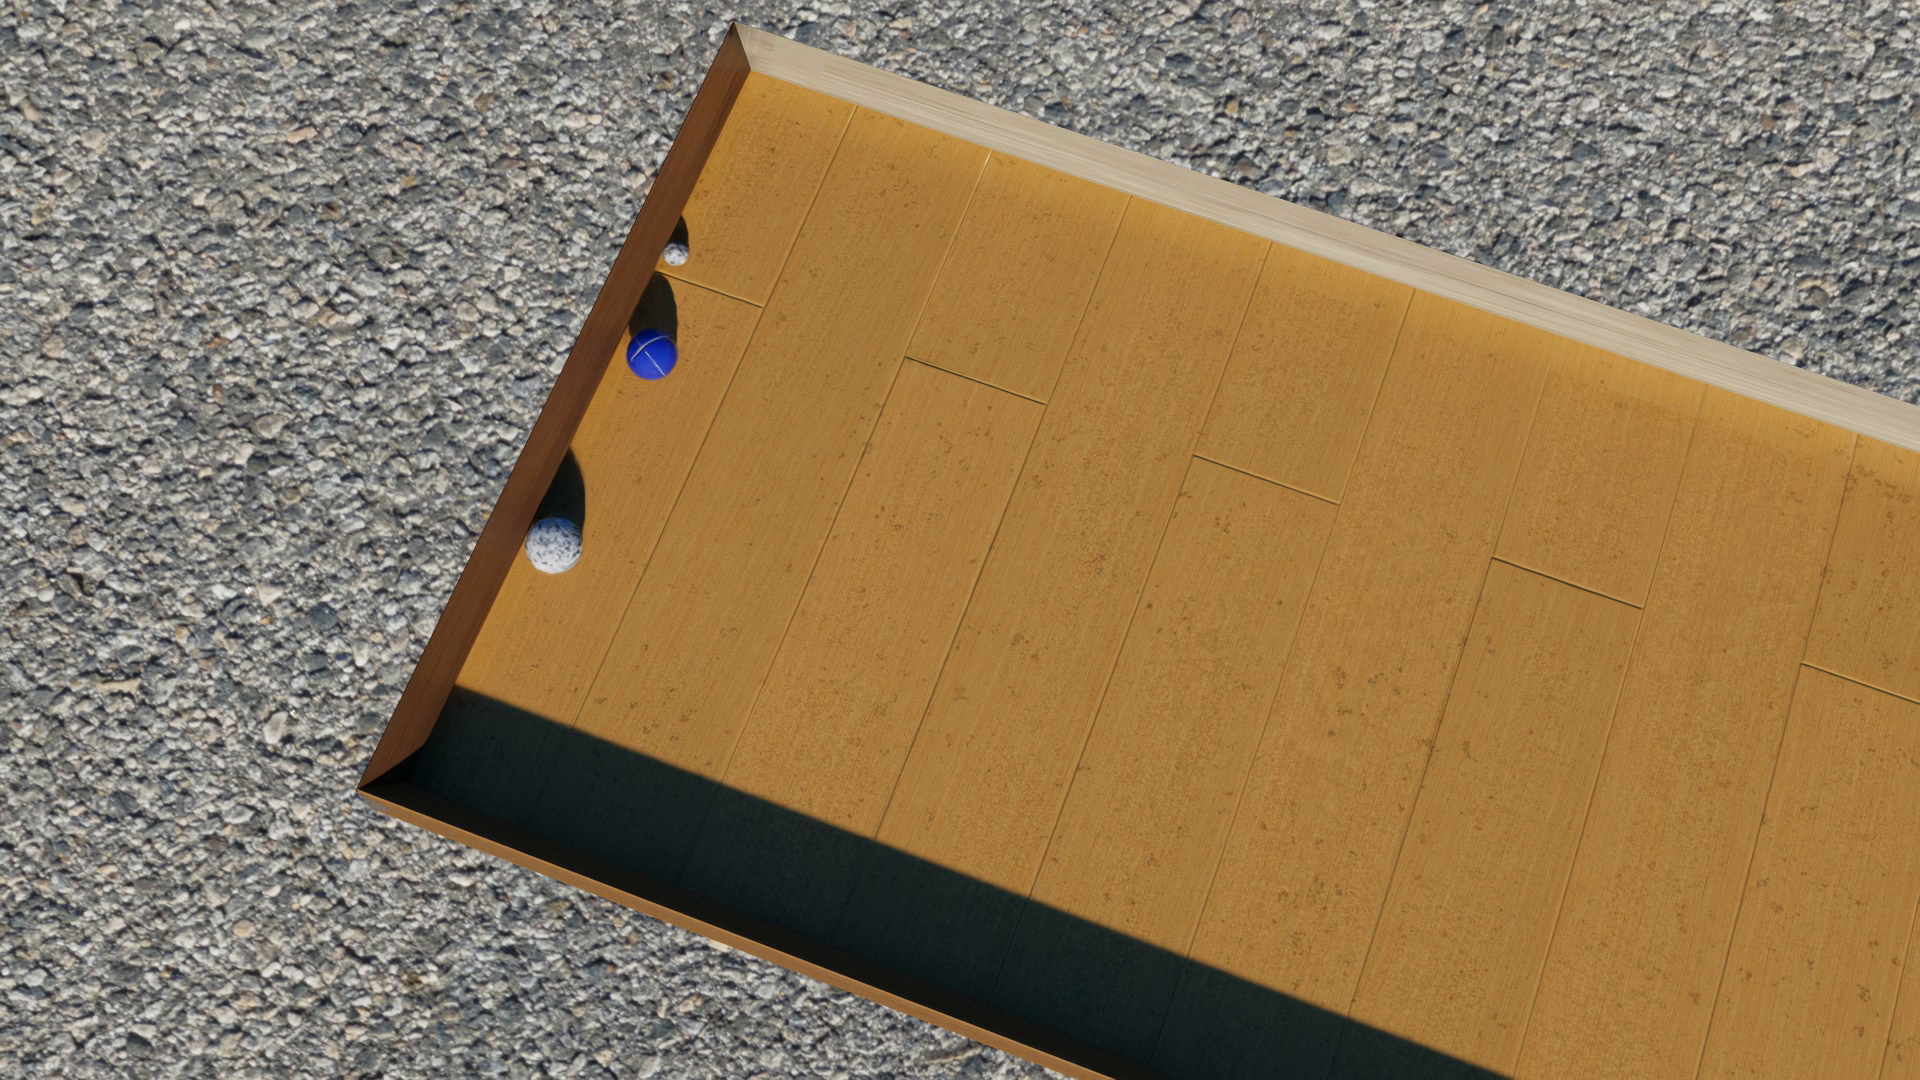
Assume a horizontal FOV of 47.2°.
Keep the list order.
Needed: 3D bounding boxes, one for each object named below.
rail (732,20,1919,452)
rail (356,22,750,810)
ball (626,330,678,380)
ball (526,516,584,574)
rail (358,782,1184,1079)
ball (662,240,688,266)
[{"bbox_3d":[0.883,-0.389,3.593,2.726,0.116,0.045,19,70,7],"label":"rail"},{"bbox_3d":[-0.615,-0.227,3.530,0.045,0.116,1.432,19,70,7],"label":"rail"},{"bbox_3d":[-0.502,-0.301,3.578,0.083,0.083,0.083,0,69,0],"label":"ball"},{"bbox_3d":[-0.637,0.008,3.454,0.090,0.090,0.090,0,69,0],"label":"ball"},{"bbox_3d":[0.392,0.819,3.125,2.726,0.116,0.045,19,70,7],"label":"rail"},{"bbox_3d":[-0.474,-0.478,3.668,0.043,0.043,0.043,0,69,0],"label":"ball"}]
